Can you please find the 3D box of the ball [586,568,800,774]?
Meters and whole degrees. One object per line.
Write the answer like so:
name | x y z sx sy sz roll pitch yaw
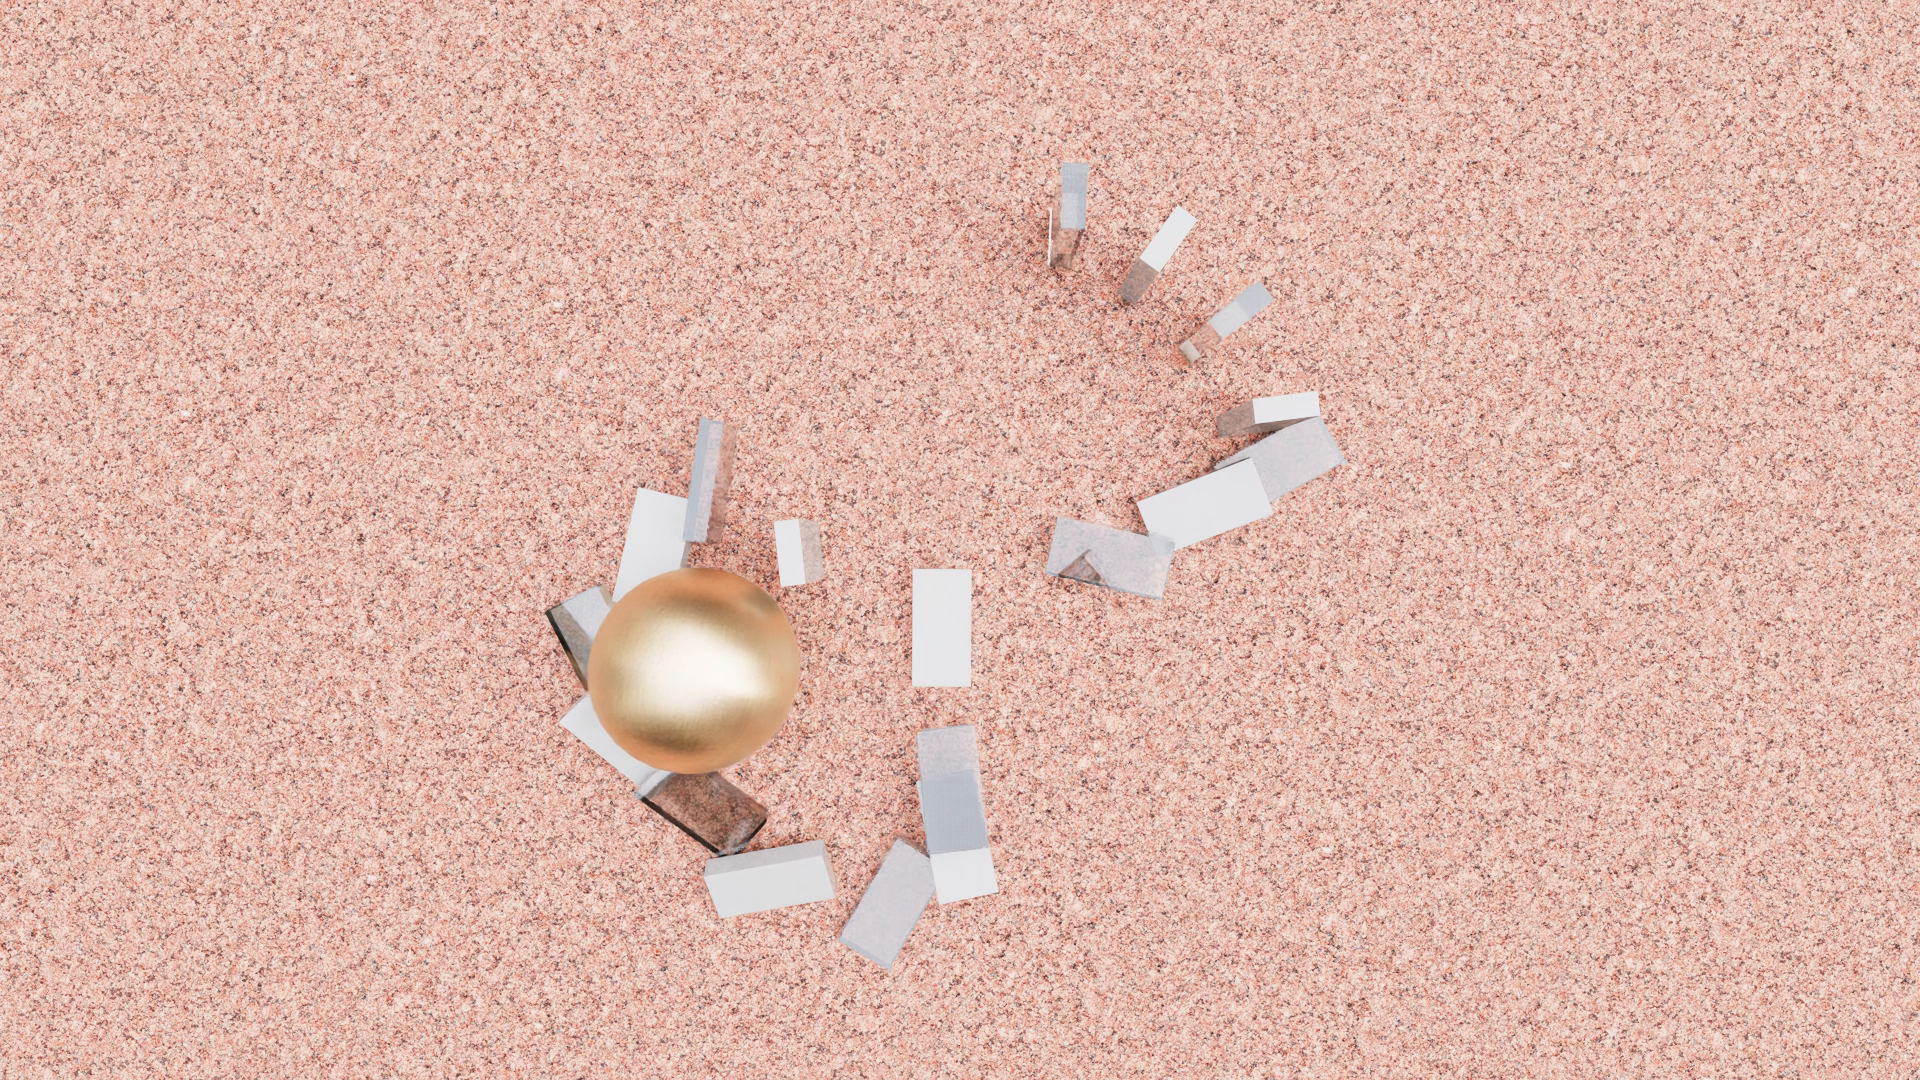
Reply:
ball | -0.103 0.051 0.360 0.080 0.080 0.080 0 90 0

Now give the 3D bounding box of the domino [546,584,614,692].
domino | -0.155 0.047 0.395 0.025 0.010 0.050 -27 90 0

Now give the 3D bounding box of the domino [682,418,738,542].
domino | -0.105 -0.024 0.388 0.010 0.025 0.050 8 90 0

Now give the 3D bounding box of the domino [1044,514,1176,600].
domino | 0.064 0.007 0.390 0.050 0.009 0.025 13 99 9

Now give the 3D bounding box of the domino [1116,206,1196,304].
domino | 0.080 -0.115 0.375 0.009 0.050 0.025 36 90 0

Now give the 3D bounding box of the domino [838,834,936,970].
domino | -0.028 0.156 0.395 0.025 0.009 0.050 31 90 0

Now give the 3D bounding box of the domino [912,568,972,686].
domino | -0.008 0.037 0.395 0.025 0.010 0.050 0 90 0

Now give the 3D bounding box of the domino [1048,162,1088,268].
domino | 0.044 -0.132 0.375 0.009 0.050 0.025 2 90 0

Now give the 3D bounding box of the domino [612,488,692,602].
domino | -0.131 0.005 0.395 0.025 0.010 0.050 13 90 0

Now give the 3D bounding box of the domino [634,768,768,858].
domino | -0.109 0.112 0.390 0.050 0.009 0.025 41 91 -13

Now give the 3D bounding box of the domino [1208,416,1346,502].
domino | 0.136 -0.032 0.395 0.050 0.010 0.025 -29 90 0

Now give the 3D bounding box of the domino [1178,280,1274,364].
domino | 0.107 -0.088 0.375 0.025 0.050 0.010 -38 90 0

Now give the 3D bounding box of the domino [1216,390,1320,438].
domino | 0.125 -0.051 0.375 0.025 0.050 0.009 -7 90 0

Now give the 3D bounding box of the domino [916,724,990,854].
domino | -0.003 0.104 0.385 0.025 0.009 0.050 -7 73 2

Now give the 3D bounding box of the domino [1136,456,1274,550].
domino | 0.103 -0.014 0.389 0.050 0.009 0.025 -22 92 14

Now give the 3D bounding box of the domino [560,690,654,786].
domino | -0.140 0.083 0.388 0.025 0.009 0.050 -44 106 0

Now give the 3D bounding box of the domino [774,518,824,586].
domino | -0.065 0.005 0.375 0.010 0.050 0.025 -6 90 0

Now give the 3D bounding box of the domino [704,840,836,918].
domino | -0.080 0.144 0.390 0.050 0.009 0.025 -10 117 0

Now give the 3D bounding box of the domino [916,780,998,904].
domino | -0.001 0.125 0.388 0.025 0.009 0.050 -12 73 0
